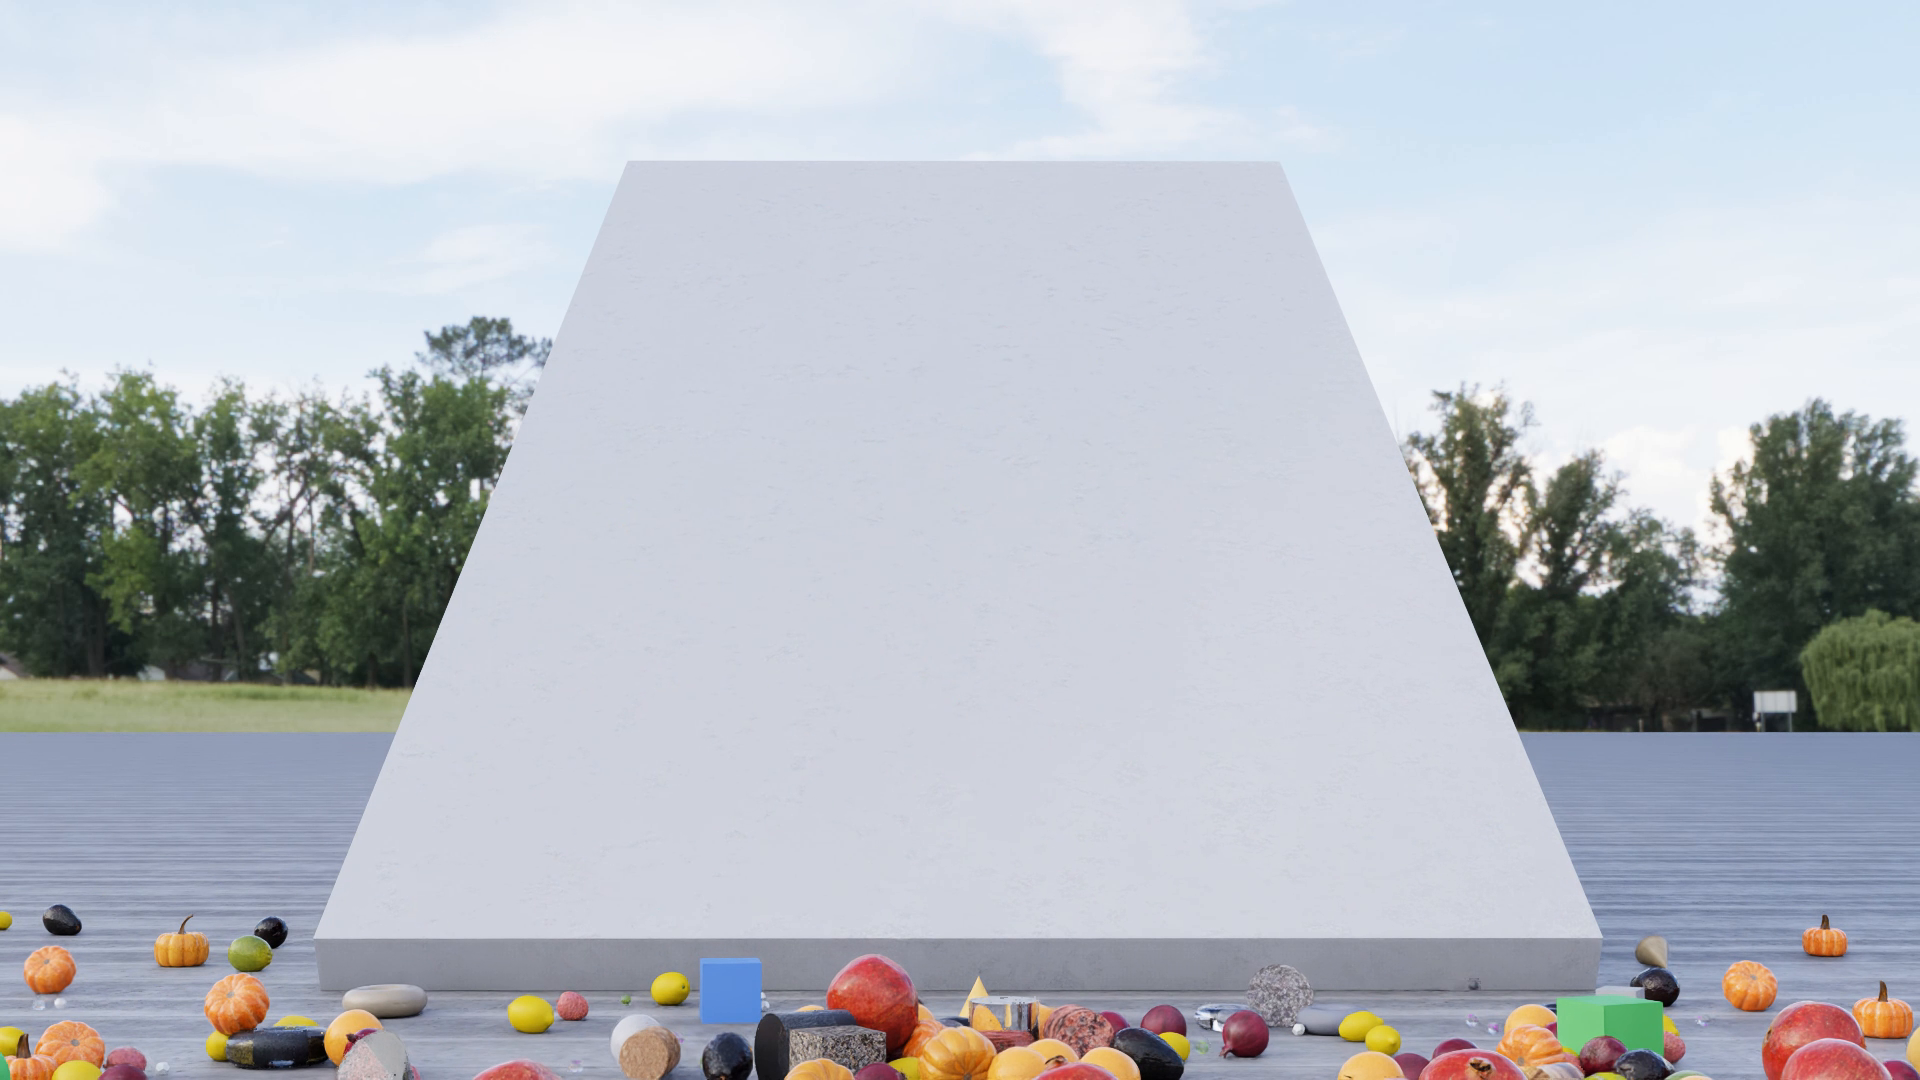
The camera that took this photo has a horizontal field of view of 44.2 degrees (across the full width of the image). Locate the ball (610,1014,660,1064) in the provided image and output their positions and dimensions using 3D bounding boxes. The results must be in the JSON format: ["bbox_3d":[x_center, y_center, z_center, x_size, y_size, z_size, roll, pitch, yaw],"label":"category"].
[{"bbox_3d":[-0.386,0.605,2.840,0.067,0.067,0.067,0,-5,0],"label":"ball"}]

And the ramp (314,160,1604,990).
[{"bbox_3d":[-0.010,-0.228,5.476,2.000,0.100,4.000,0,26,0],"label":"ramp"}]

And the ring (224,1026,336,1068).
[{"bbox_3d":[-0.833,0.621,2.897,0.131,0.044,0.131,-1,-8,0],"label":"ring"}]

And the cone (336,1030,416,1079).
[{"bbox_3d":[-0.616,0.598,2.586,0.093,0.093,0.093,-3,-32,29],"label":"cone"}]

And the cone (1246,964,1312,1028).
[{"bbox_3d":[0.446,0.655,3.314,0.092,0.092,0.092,0,-31,4],"label":"cone"}]

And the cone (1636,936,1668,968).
[{"bbox_3d":[1.202,0.721,4.061,0.060,0.060,0.060,1,22,-10],"label":"cone"}]

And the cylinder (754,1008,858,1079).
[{"bbox_3d":[-0.172,0.580,2.678,0.091,0.091,0.091,3,-5,-30],"label":"cylinder"}]

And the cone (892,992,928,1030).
[{"bbox_3d":[-0.081,0.660,3.262,0.053,0.053,0.053,3,-32,-36],"label":"cone"}]

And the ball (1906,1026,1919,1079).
[{"bbox_3d":[1.109,0.580,2.651,0.087,0.087,0.087,0,-5,0],"label":"ball"}]

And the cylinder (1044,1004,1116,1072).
[{"bbox_3d":[0.144,0.605,2.870,0.072,0.072,0.072,1,-5,-12],"label":"cylinder"}]

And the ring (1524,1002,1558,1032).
[{"bbox_3d":[0.823,0.654,3.233,0.098,0.033,0.098,-1,-5,0],"label":"ring"}]

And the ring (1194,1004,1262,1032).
[{"bbox_3d":[0.368,0.655,3.242,0.093,0.031,0.093,1,-5,0],"label":"ring"}]

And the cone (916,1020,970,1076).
[{"bbox_3d":[-0.007,0.623,2.842,0.071,0.071,0.071,-2,-32,26],"label":"cone"}]

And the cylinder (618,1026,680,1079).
[{"bbox_3d":[-0.363,0.604,2.771,0.059,0.059,0.059,-1,-5,8],"label":"cylinder"}]

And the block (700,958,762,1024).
[{"bbox_3d":[-0.325,0.637,3.344,0.082,0.082,0.082,1,-5,-9],"label":"block"}]

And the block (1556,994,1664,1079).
[{"bbox_3d":[0.777,0.594,2.822,0.087,0.087,0.087,2,-5,-24],"label":"block"}]

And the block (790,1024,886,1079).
[{"bbox_3d":[-0.135,0.580,2.601,0.079,0.079,0.079,3,-5,-30],"label":"block"}]

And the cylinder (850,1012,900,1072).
[{"bbox_3d":[-0.119,0.606,2.853,0.068,0.068,0.068,-2,-5,27],"label":"cylinder"}]

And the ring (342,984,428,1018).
[{"bbox_3d":[-0.826,0.662,3.393,0.120,0.040,0.120,-1,-5,0],"label":"ring"}]

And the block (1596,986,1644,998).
[{"bbox_3d":[0.908,0.643,3.246,0.054,0.054,0.054,-2,-5,28],"label":"block"}]

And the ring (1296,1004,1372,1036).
[{"bbox_3d":[0.507,0.650,3.202,0.103,0.034,0.103,-1,-4,0],"label":"ring"}]

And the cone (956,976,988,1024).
[{"bbox_3d":[0.026,0.645,3.322,0.063,0.063,0.063,0,-5,0],"label":"cone"}]

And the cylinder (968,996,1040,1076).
[{"bbox_3d":[0.053,0.596,2.841,0.085,0.085,0.085,0,-5,0],"label":"cylinder"}]
